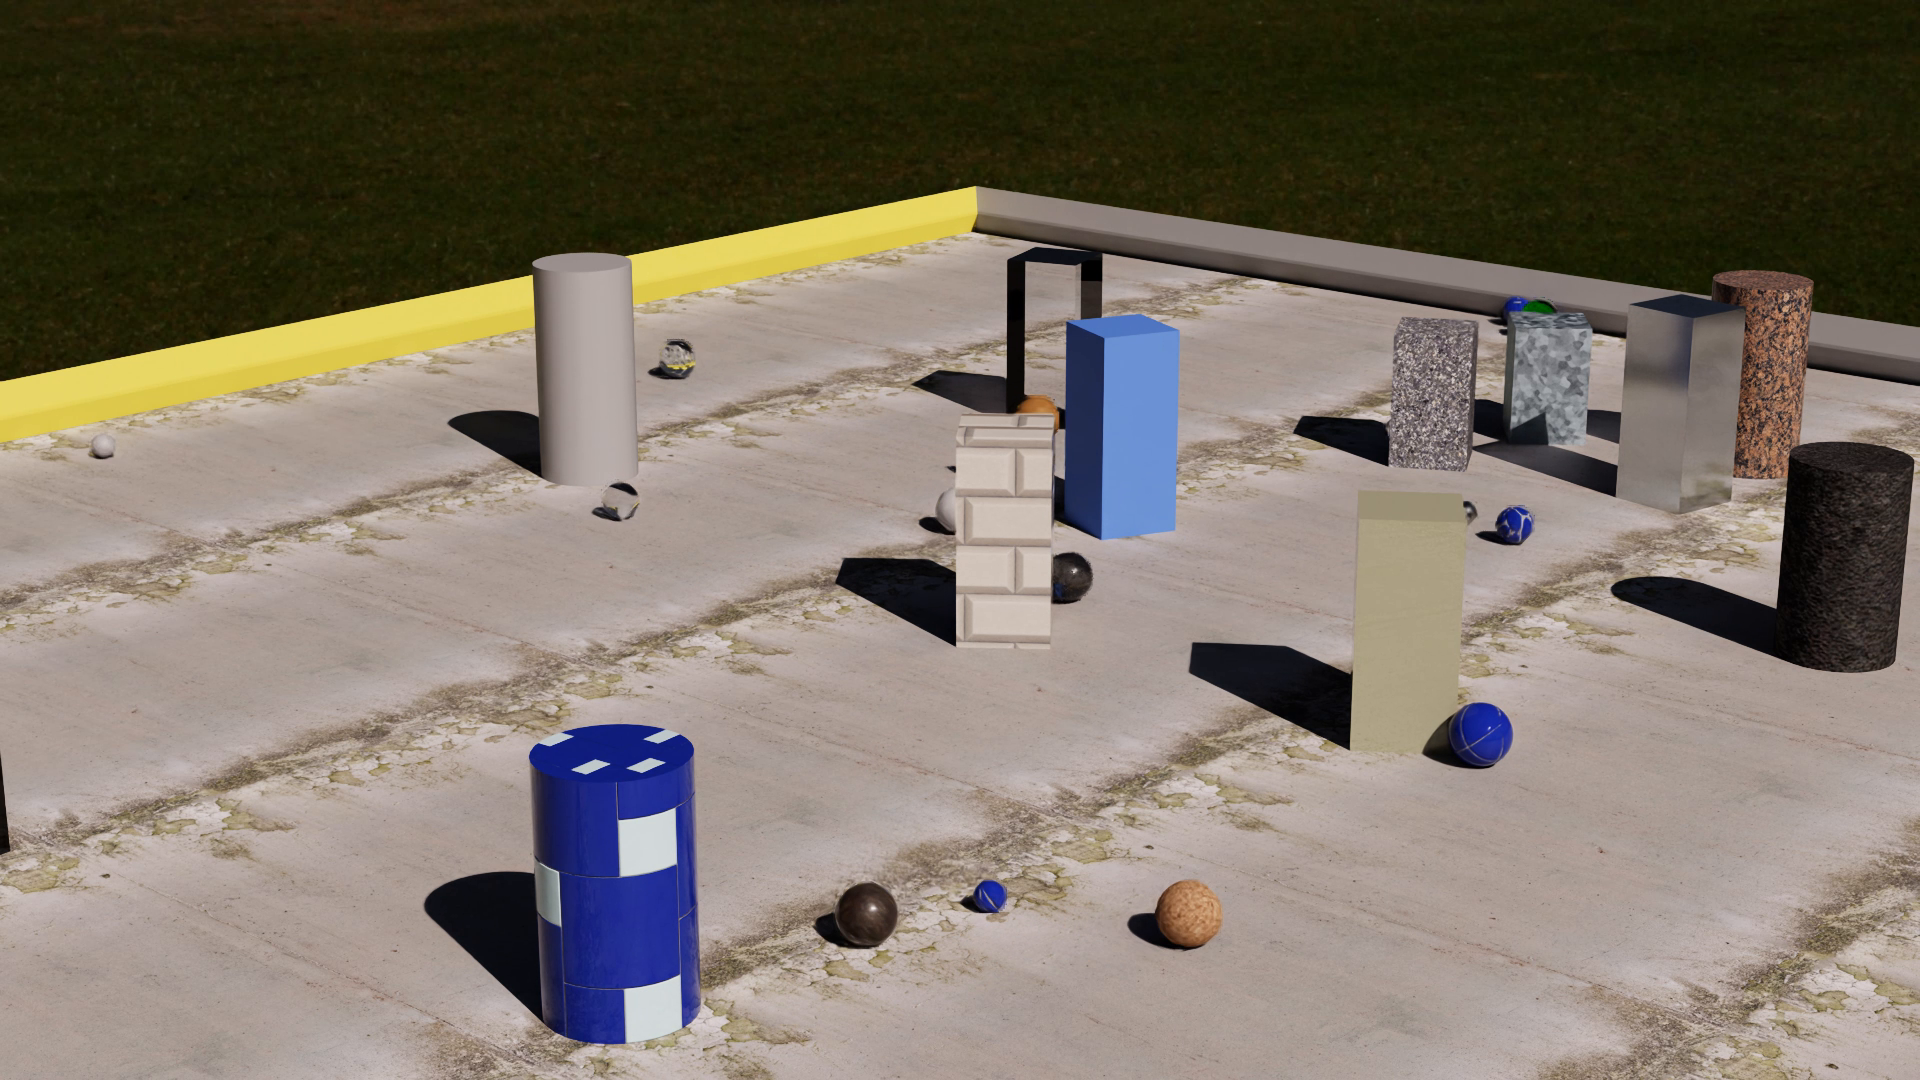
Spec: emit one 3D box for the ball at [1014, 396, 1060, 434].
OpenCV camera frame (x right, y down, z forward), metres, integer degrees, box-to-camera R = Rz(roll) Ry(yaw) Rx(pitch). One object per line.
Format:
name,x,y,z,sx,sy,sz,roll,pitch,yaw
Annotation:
ball,0.161,-0.250,6.109,0.097,0.097,0.097,0,17,0

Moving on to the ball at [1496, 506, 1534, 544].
ball,1.025,-0.028,5.419,0.069,0.069,0.069,0,17,0

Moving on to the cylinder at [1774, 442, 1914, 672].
cylinder,1.439,0.026,4.780,0.194,0.335,0.194,0,17,0

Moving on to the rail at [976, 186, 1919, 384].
rail,1.679,-0.527,6.972,4.371,0.126,0.045,14,22,39

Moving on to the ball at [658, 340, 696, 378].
ball,-0.642,-0.410,6.659,0.086,0.086,0.086,0,17,0

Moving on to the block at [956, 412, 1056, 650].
block,0.076,-0.016,4.876,0.156,0.361,0.156,1,17,3

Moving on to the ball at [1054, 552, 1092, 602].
ball,0.187,0.064,5.088,0.085,0.085,0.085,0,17,0

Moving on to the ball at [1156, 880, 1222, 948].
ball,0.291,0.475,3.727,0.085,0.085,0.085,0,17,0

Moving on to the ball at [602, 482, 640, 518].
ball,-0.645,-0.075,5.575,0.070,0.070,0.070,0,17,0

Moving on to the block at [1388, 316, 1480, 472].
block,0.962,-0.297,5.952,0.156,0.277,0.156,4,17,13

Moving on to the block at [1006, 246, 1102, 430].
block,0.202,-0.432,6.266,0.156,0.354,0.156,7,18,23

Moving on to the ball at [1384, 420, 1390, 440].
ball,0.914,-0.228,6.101,0.059,0.059,0.059,0,17,0

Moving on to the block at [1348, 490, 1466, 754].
block,0.671,0.123,4.412,0.156,0.362,0.156,2,17,6

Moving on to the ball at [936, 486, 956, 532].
ball,-0.002,-0.057,5.482,0.088,0.088,0.088,0,17,0

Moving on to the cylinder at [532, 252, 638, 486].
cylinder,-0.743,-0.340,5.829,0.194,0.431,0.194,0,17,0

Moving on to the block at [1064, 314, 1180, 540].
block,0.301,-0.213,5.488,0.156,0.384,0.156,-7,18,-23

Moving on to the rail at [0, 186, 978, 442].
rail,-1.633,-0.378,6.477,0.045,0.126,5.170,14,22,39

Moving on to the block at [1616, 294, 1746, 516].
block,1.388,-0.263,5.652,0.156,0.385,0.156,-12,21,-36

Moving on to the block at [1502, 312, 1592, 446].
block,1.229,-0.339,6.144,0.156,0.247,0.156,1,17,4

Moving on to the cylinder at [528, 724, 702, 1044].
cylinder,-0.412,0.410,3.514,0.194,0.332,0.194,0,17,0

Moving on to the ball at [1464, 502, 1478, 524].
ball,0.955,-0.052,5.543,0.044,0.044,0.044,0,17,0

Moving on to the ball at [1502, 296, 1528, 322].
ball,1.365,-0.559,7.176,0.072,0.072,0.072,0,17,0

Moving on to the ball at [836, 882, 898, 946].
ball,-0.118,0.476,3.729,0.081,0.081,0.081,0,17,0

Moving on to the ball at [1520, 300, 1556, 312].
ball,1.390,-0.530,7.040,0.094,0.094,0.094,0,17,0

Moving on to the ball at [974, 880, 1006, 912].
ball,0.039,0.465,3.830,0.043,0.043,0.043,0,17,0

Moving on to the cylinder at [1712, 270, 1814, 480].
cylinder,1.597,-0.333,5.884,0.194,0.385,0.194,0,17,0

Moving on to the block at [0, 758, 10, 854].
block,-1.414,0.313,3.978,0.156,0.249,0.156,12,21,35

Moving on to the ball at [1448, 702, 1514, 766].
ball,0.769,0.287,4.331,0.096,0.096,0.096,0,17,0

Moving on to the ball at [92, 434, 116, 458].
ball,-1.753,-0.193,6.001,0.050,0.050,0.050,0,17,0
